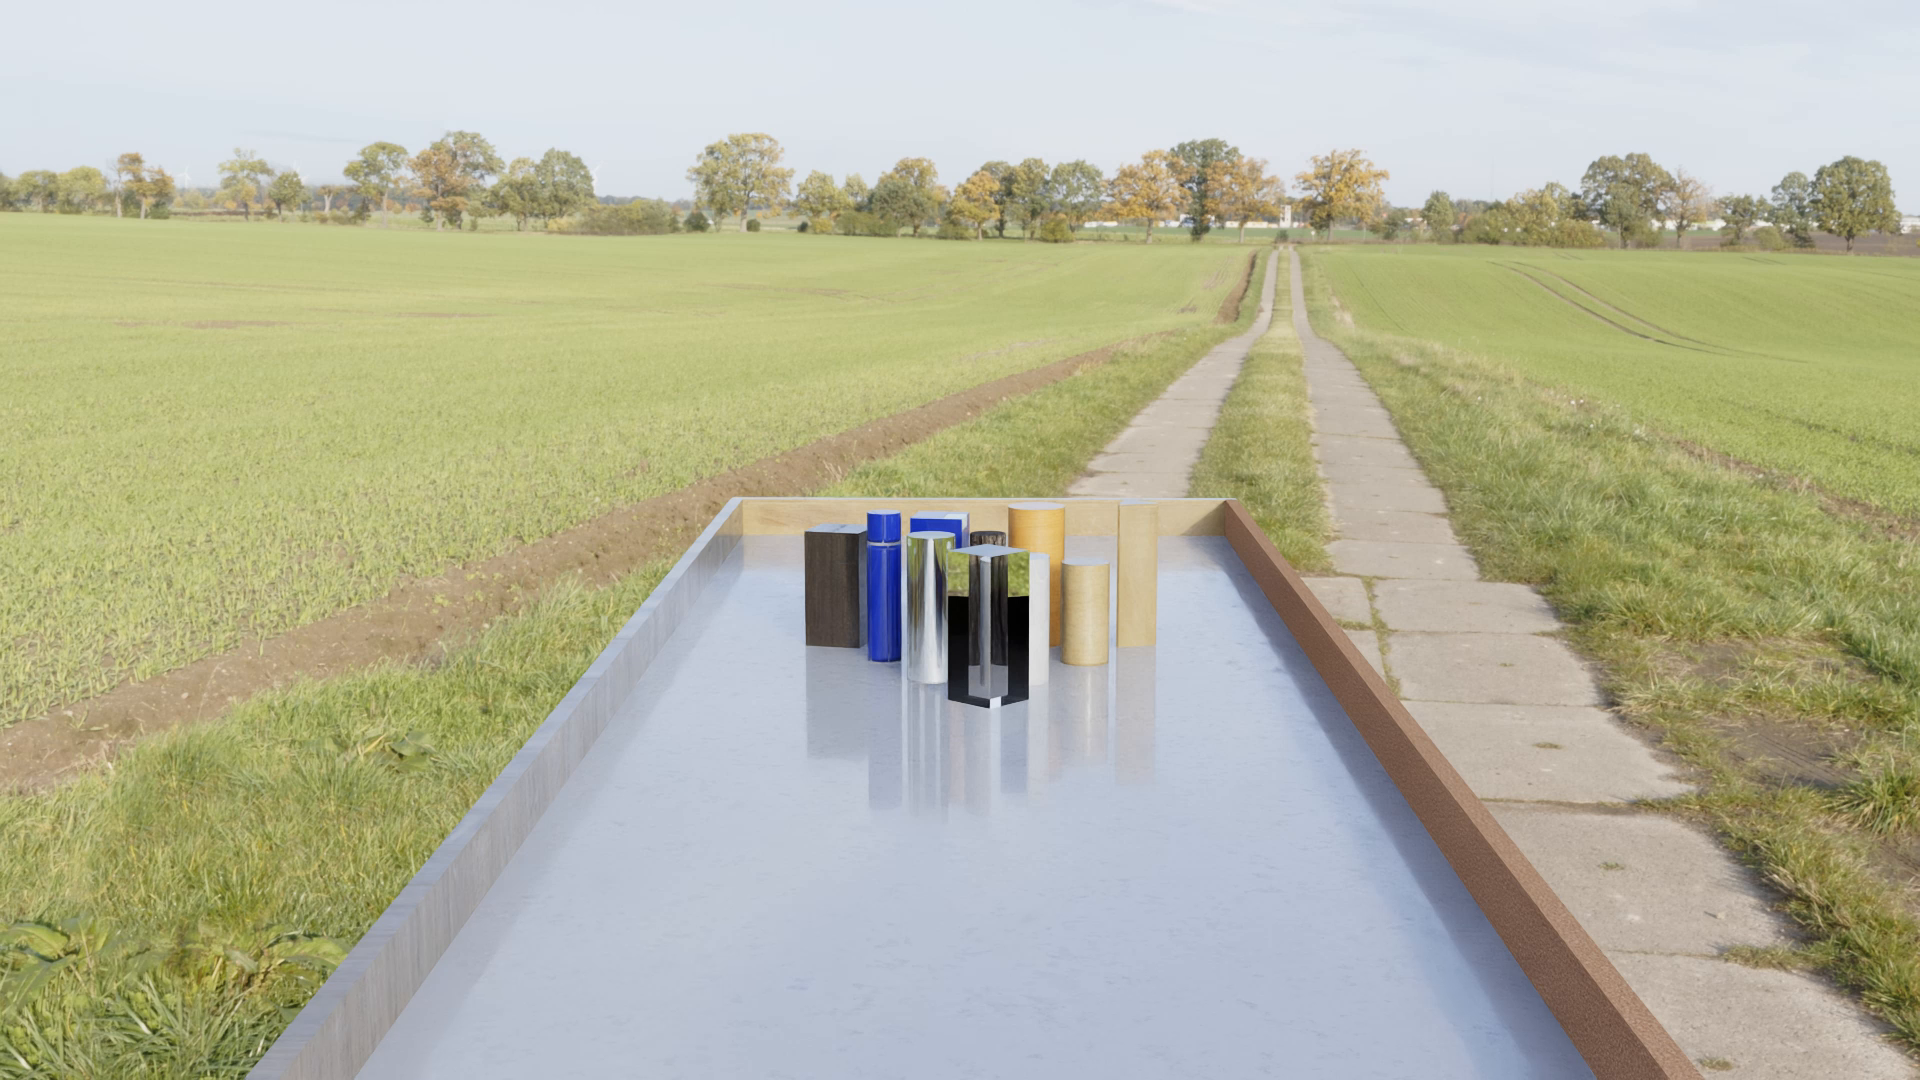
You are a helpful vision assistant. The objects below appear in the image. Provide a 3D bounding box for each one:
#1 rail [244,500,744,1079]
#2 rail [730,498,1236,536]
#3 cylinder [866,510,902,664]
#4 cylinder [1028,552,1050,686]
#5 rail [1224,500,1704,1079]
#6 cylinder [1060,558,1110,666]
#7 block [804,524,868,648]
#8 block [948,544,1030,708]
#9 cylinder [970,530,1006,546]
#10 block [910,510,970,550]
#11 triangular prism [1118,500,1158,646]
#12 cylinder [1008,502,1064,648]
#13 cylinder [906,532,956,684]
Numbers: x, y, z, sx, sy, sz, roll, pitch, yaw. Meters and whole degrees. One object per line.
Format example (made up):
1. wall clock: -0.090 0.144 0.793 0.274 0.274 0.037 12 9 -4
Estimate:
1. rail: -1.004 0.839 3.234 0.050 0.150 12.000 0 9 1
2. rail: 0.099 -0.098 9.147 2.100 0.150 0.050 0 9 1
3. cylinder: -0.230 0.141 6.666 0.104 0.456 0.104 0 9 0
4. cylinder: 0.185 0.227 6.399 0.151 0.368 0.151 0 9 0
5. rail: 1.046 0.843 3.208 0.050 0.150 12.000 0 9 1
6. cylinder: 0.378 0.217 6.660 0.148 0.307 0.148 0 9 0
7. block: -0.376 0.142 6.949 0.179 0.364 0.179 2 9 15
8. block: 0.080 0.239 6.147 0.161 0.425 0.161 8 12 43
9. cylinder: 0.085 0.171 6.696 0.109 0.387 0.109 0 9 0
10. block: -0.063 0.122 6.948 0.162 0.405 0.162 1 9 9
11. triangular prism: 0.540 0.102 6.928 0.131 0.450 0.114 -3 9 -16
12. cylinder: 0.240 0.109 6.931 0.179 0.436 0.179 0 9 0
13. cylinder: -0.084 0.195 6.414 0.141 0.426 0.141 0 9 0
